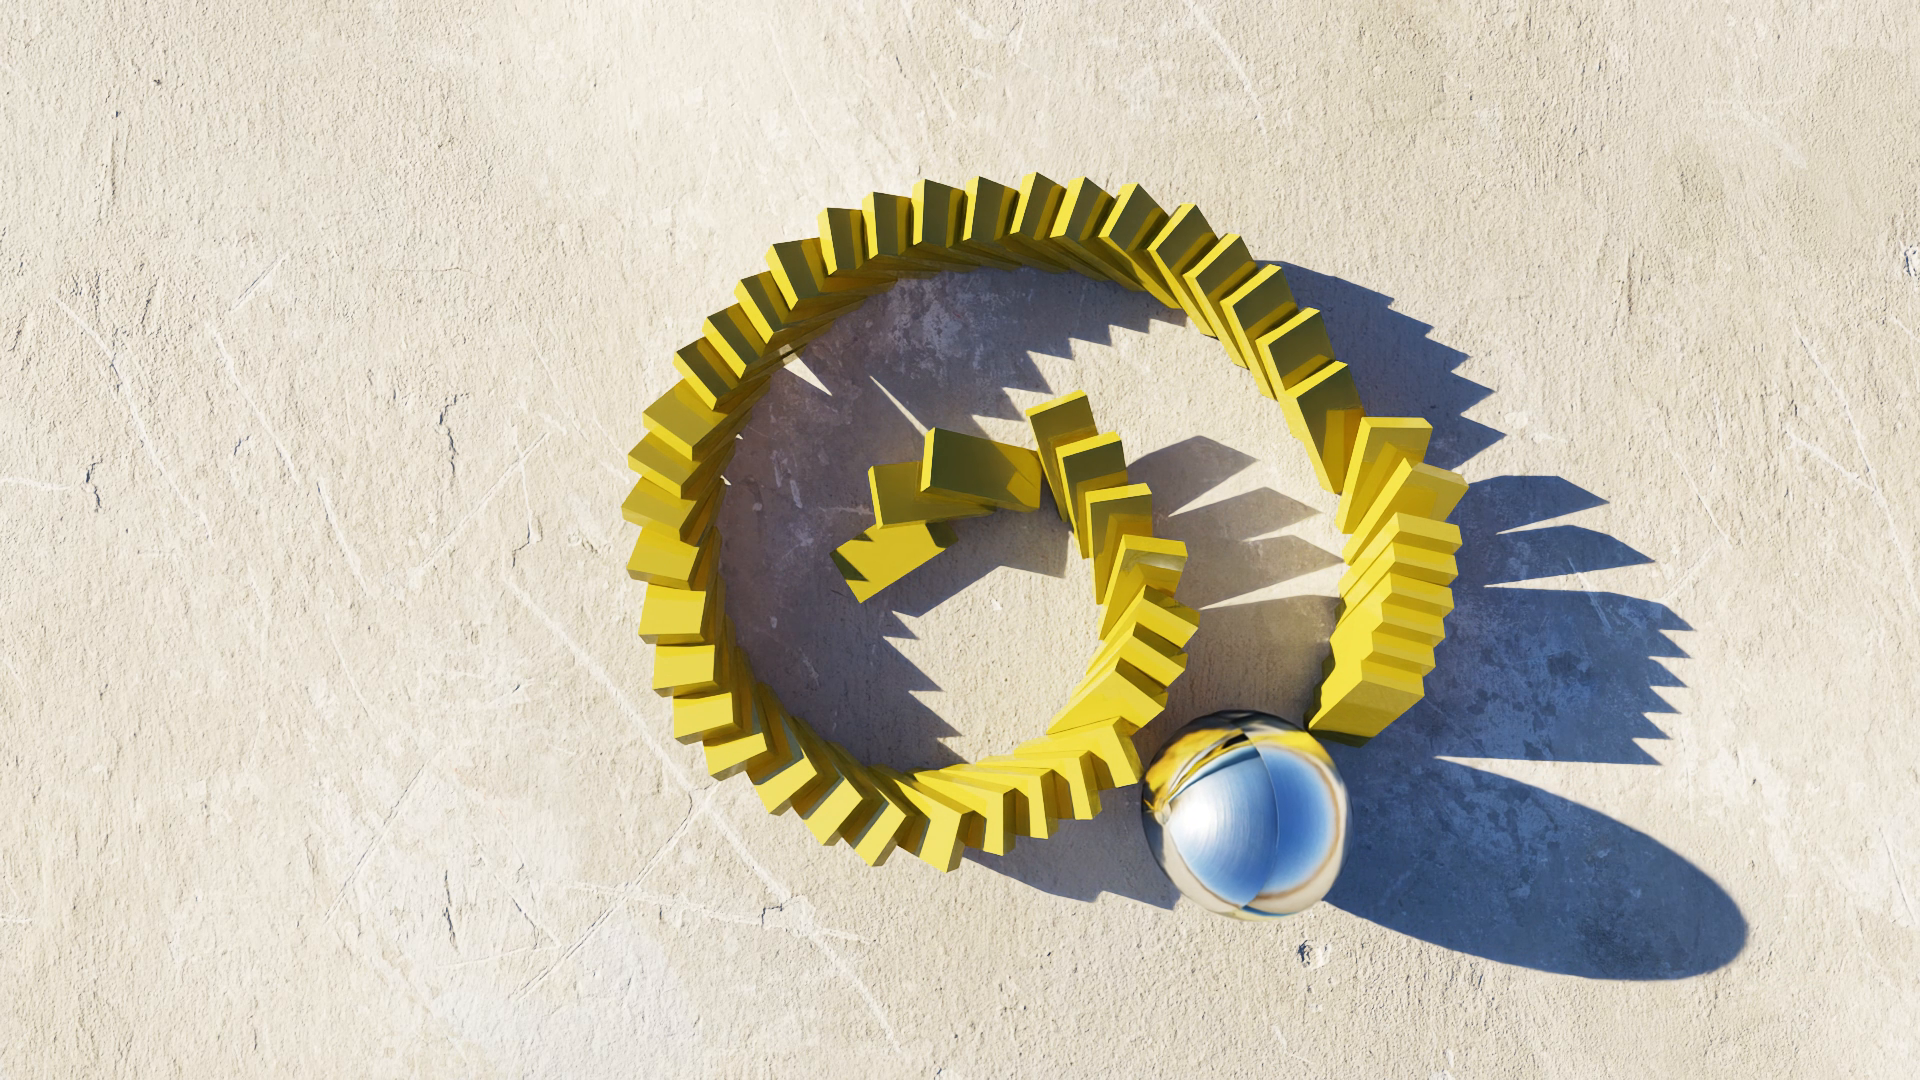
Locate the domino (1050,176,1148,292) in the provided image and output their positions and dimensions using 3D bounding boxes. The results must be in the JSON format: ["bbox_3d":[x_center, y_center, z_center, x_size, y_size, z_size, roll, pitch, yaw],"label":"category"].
[{"bbox_3d":[0.062,-0.126,0.382,0.050,0.010,0.025,21,88,-34],"label":"domino"}]

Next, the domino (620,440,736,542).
[{"bbox_3d":[-0.116,-0.025,0.382,0.025,0.010,0.050,22,56,1],"label":"domino"}]

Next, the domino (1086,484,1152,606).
[{"bbox_3d":[0.067,0.002,0.383,0.025,0.010,0.050,-8,120,0],"label":"domino"}]

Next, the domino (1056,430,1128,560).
[{"bbox_3d":[0.058,-0.018,0.383,0.025,0.009,0.050,-17,121,-2],"label":"domino"}]

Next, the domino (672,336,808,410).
[{"bbox_3d":[-0.091,-0.078,0.383,0.025,0.010,0.050,49,57,0],"label":"domino"}]

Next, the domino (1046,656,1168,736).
[{"bbox_3d":[0.060,0.072,0.381,0.025,0.010,0.050,37,128,-1],"label":"domino"}]

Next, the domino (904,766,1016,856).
[{"bbox_3d":[-0.001,0.112,0.381,0.050,0.009,0.025,2,94,35],"label":"domino"}]

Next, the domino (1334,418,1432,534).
[{"bbox_3d":[0.176,-0.026,0.383,0.025,0.010,0.050,1,122,0],"label":"domino"}]

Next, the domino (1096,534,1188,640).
[{"bbox_3d":[0.075,0.022,0.381,0.025,0.010,0.050,7,127,-2],"label":"domino"}]

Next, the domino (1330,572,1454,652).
[{"bbox_3d":[0.176,0.034,0.377,0.025,0.050,0.010,14,53,0],"label":"domino"}]

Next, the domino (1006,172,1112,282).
[{"bbox_3d":[0.045,-0.130,0.383,0.050,0.010,0.025,17,90,-31],"label":"domino"}]

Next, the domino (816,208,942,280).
[{"bbox_3d":[-0.033,-0.123,0.382,0.050,0.010,0.025,-10,90,-33],"label":"domino"}]

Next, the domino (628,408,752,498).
[{"bbox_3d":[-0.112,-0.043,0.382,0.025,0.009,0.050,31,57,2],"label":"domino"}]

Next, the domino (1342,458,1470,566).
[{"bbox_3d":[0.184,-0.008,0.381,0.025,0.009,0.050,15,126,-5],"label":"domino"}]

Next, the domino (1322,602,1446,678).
[{"bbox_3d":[0.173,0.046,0.377,0.025,0.050,0.010,14,53,0],"label":"domino"}]

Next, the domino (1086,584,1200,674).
[{"bbox_3d":[0.075,0.044,0.381,0.025,0.010,0.050,28,128,0],"label":"domino"}]

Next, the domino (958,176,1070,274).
[{"bbox_3d":[0.025,-0.131,0.383,0.050,0.010,0.025,8,90,-31],"label":"domino"}]

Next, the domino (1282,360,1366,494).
[{"bbox_3d":[0.157,-0.047,0.385,0.025,0.009,0.050,-33,115,0],"label":"domino"}]

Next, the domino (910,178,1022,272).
[{"bbox_3d":[0.004,-0.131,0.382,0.050,0.010,0.025,3,90,-33],"label":"domino"}]

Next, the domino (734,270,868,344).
[{"bbox_3d":[-0.066,-0.102,0.382,0.050,0.010,0.025,-32,89,-35],"label":"domino"}]

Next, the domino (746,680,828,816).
[{"bbox_3d":[-0.079,0.087,0.384,0.025,0.009,0.050,-40,60,0],"label":"domino"}]

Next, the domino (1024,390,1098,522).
[{"bbox_3d":[0.047,-0.035,0.386,0.025,0.009,0.050,-20,113,0],"label":"domino"}]

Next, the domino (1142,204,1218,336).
[{"bbox_3d":[0.100,-0.112,0.382,0.025,0.009,0.050,-49,122,-2],"label":"domino"}]

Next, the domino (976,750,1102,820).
[{"bbox_3d":[0.032,0.103,0.382,0.050,0.010,0.025,-13,90,34],"label":"domino"}]

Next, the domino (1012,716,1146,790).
[{"bbox_3d":[0.049,0.092,0.382,0.050,0.009,0.025,-24,90,34],"label":"domino"}]

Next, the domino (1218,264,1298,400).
[{"bbox_3d":[0.130,-0.086,0.383,0.025,0.009,0.050,-38,122,0],"label":"domino"}]

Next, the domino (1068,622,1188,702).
[{"bbox_3d":[0.069,0.058,0.381,0.025,0.009,0.050,33,128,-1],"label":"domino"}]

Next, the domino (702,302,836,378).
[{"bbox_3d":[-0.079,-0.090,0.381,0.025,0.010,0.050,50,54,1],"label":"domino"}]

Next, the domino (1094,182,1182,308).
[{"bbox_3d":[0.080,-0.122,0.382,0.050,0.010,0.025,31,86,-33],"label":"domino"}]

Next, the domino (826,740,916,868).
[{"bbox_3d":[-0.044,0.109,0.383,0.050,0.010,0.025,35,91,31],"label":"domino"}]

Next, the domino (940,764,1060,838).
[{"bbox_3d":[0.016,0.108,0.381,0.050,0.010,0.025,-7,91,36],"label":"domino"}]

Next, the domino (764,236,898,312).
[{"bbox_3d":[-0.053,-0.113,0.381,0.050,0.009,0.025,-23,86,-35],"label":"domino"}]

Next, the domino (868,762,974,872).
[{"bbox_3d":[-0.020,0.115,0.381,0.050,0.009,0.025,17,96,33],"label":"domino"}]

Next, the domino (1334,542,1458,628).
[{"bbox_3d":[0.178,0.022,0.377,0.025,0.050,0.010,12,53,0],"label":"domino"}]

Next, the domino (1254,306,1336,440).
[{"bbox_3d":[0.145,-0.069,0.384,0.025,0.009,0.050,-33,119,0],"label":"domino"}]

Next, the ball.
[{"bbox_3d":[0.112,0.107,0.360,0.080,0.080,0.080,0,90,0],"label":"ball"}]

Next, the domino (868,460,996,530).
[{"bbox_3d":[-0.011,-0.020,0.386,0.050,0.010,0.025,-8,82,-18],"label":"domino"}]

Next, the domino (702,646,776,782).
[{"bbox_3d":[-0.096,0.072,0.383,0.025,0.010,0.050,-24,58,0],"label":"domino"}]

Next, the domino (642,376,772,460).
[{"bbox_3d":[-0.105,-0.058,0.381,0.025,0.010,0.050,35,57,5],"label":"domino"}]

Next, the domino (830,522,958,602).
[{"bbox_3d":[-0.028,0.003,0.395,0.050,0.010,0.025,-32,90,0],"label":"domino"}]

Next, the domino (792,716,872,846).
[{"bbox_3d":[-0.061,0.100,0.383,0.050,0.009,0.025,41,92,30],"label":"domino"}]

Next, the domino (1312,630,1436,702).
[{"bbox_3d":[0.169,0.057,0.377,0.025,0.050,0.009,14,53,0],"label":"domino"}]

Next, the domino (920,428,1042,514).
[{"bbox_3d":[0.010,-0.029,0.383,0.050,0.010,0.025,10,75,-22],"label":"domino"}]

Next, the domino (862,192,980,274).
[{"bbox_3d":[-0.016,-0.128,0.382,0.050,0.009,0.025,-4,89,-33],"label":"domino"}]

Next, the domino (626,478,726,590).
[{"bbox_3d":[-0.118,-0.005,0.383,0.025,0.010,0.050,11,60,0],"label":"domino"}]

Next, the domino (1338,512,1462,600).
[{"bbox_3d":[0.180,0.010,0.377,0.025,0.050,0.010,12,53,0],"label":"domino"}]

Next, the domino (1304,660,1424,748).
[{"bbox_3d":[0.165,0.068,0.377,0.025,0.050,0.010,15,53,0],"label":"domino"}]

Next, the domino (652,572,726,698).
[{"bbox_3d":[-0.112,0.039,0.382,0.025,0.009,0.050,-9,58,4],"label":"domino"}]

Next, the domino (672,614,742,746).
[{"bbox_3d":[-0.106,0.057,0.382,0.025,0.009,0.050,-16,58,4],"label":"domino"}]

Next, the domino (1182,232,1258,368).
[{"bbox_3d":[0.116,-0.099,0.383,0.025,0.010,0.050,-43,122,0],"label":"domino"}]

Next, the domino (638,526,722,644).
[{"bbox_3d":[-0.116,0.018,0.383,0.025,0.010,0.050,-2,59,3],"label":"domino"}]
